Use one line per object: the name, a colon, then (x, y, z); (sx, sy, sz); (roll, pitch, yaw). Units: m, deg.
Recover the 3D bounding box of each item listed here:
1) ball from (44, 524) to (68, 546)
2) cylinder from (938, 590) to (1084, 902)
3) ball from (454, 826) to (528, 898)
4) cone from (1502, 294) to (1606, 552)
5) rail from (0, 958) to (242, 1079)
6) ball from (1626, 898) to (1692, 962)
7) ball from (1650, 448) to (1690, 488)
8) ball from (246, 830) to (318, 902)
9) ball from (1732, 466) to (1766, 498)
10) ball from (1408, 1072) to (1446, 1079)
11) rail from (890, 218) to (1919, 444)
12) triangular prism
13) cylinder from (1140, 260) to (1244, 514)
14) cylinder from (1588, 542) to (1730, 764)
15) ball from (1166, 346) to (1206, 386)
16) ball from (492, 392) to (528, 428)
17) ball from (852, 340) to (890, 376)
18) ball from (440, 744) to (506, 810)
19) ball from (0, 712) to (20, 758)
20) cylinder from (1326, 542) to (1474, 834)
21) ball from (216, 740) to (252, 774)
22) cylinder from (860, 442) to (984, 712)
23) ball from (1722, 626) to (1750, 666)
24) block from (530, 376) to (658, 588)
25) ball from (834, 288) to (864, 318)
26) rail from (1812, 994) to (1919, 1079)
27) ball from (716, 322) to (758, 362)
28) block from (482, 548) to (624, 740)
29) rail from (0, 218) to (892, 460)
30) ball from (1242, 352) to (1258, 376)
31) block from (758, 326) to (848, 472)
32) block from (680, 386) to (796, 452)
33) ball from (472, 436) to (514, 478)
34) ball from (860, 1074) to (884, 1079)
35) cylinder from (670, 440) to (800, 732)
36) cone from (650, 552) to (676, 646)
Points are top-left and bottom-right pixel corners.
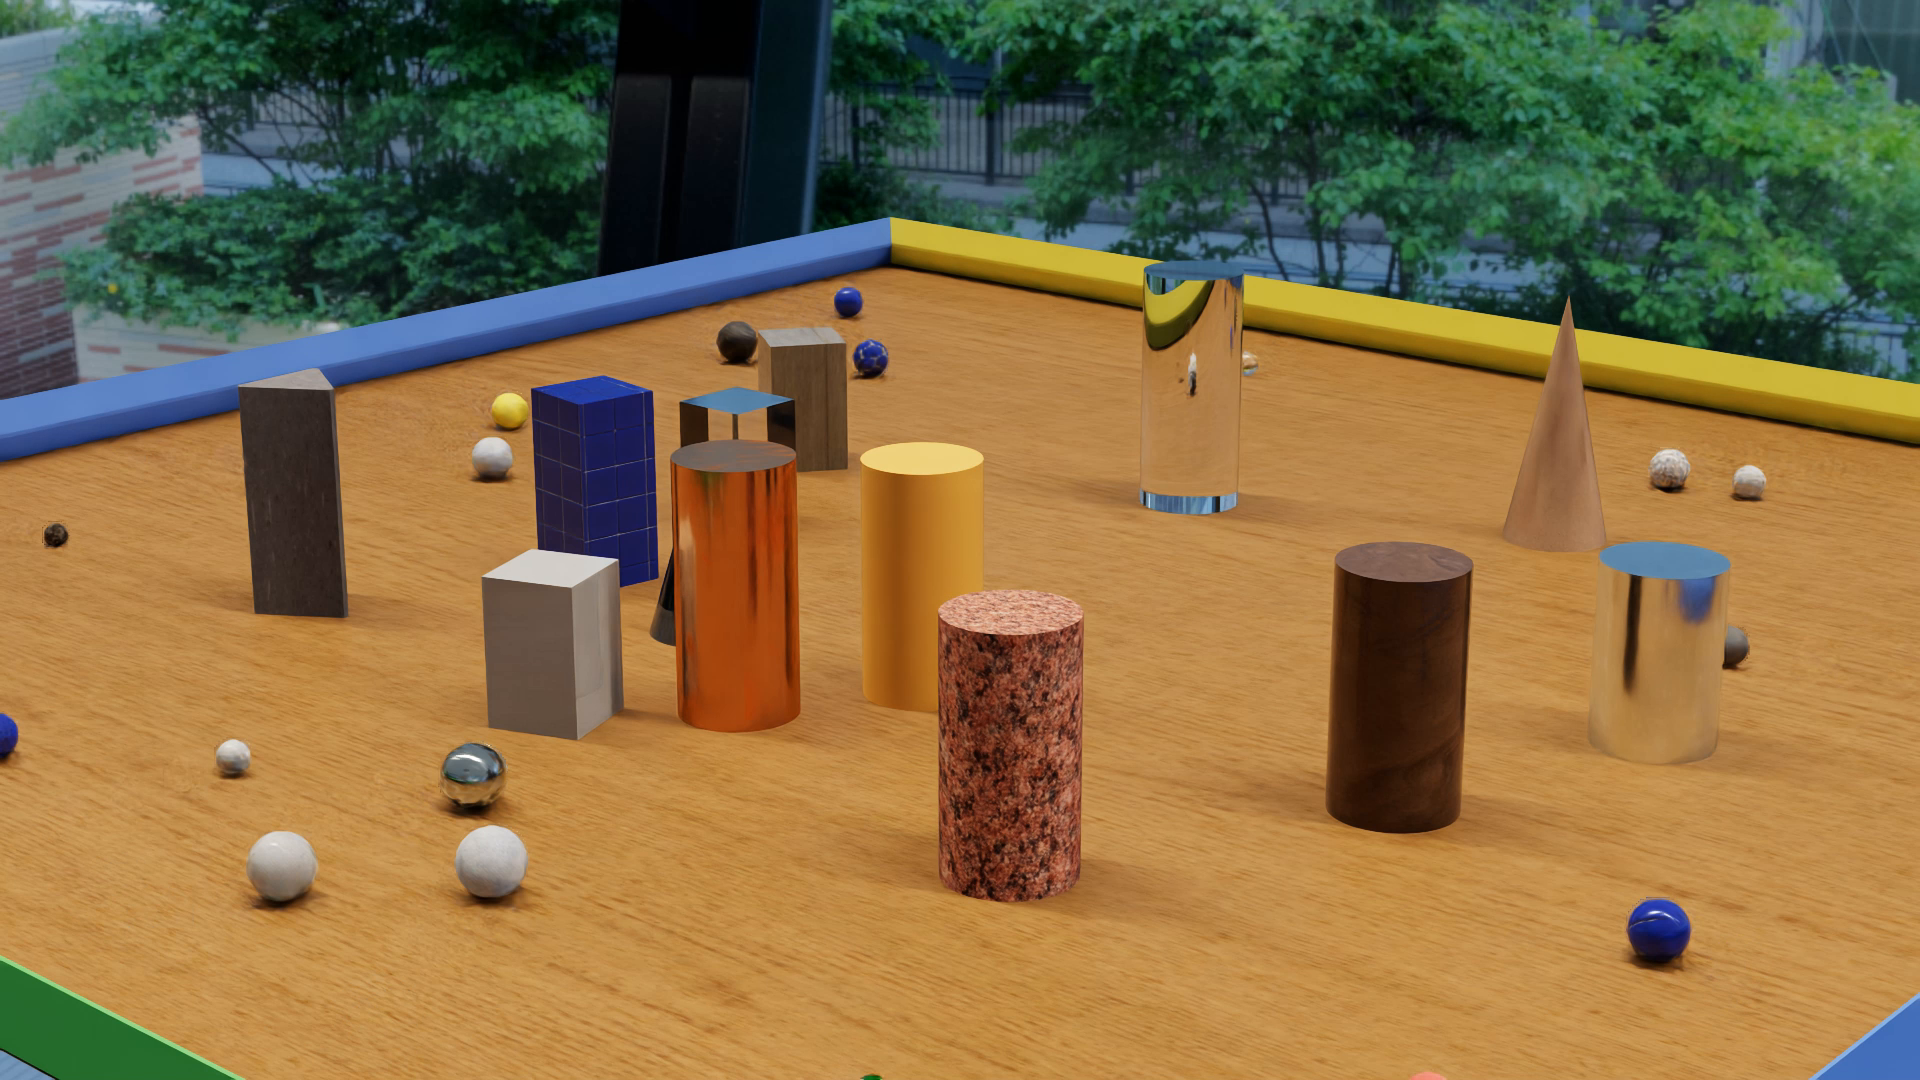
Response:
ball: (-1.665, -0.009, 5.398); (0.043, 0.043, 0.043); (0, 17, 0)
cylinder: (0.067, 0.272, 3.900); (0.191, 0.371, 0.191); (0, 17, 0)
ball: (-0.618, 0.425, 3.869); (0.096, 0.096, 0.096); (0, 17, 0)
cone: (1.106, -0.226, 5.391); (0.191, 0.461, 0.191); (0, 17, 0)
rail: (-1.342, 0.478, 3.641); (4.093, 0.124, 0.045); (14, 22, 39)
ball: (0.878, 0.490, 3.683); (0.079, 0.079, 0.079); (0, 17, 0)
ball: (1.397, -0.141, 5.773); (0.078, 0.078, 0.078); (0, 17, 0)
ball: (-0.893, 0.429, 3.860); (0.093, 0.093, 0.093); (0, 17, 0)
ball: (1.536, -0.113, 5.705); (0.064, 0.064, 0.064); (0, 17, 0)
ball: (0.521, 0.625, 3.262); (0.064, 0.064, 0.064); (0, 17, 0)
rail: (1.342, -0.416, 6.600); (4.093, 0.124, 0.045); (14, 22, 39)
triangular prism: (-1.117, -0.083, 5.025); (0.166, 0.400, 0.143); (3, 17, 8)
cylinder: (0.444, -0.294, 5.630); (0.191, 0.455, 0.191); (0, 17, 0)
cylinder: (1.045, 0.167, 4.390); (0.191, 0.288, 0.191); (0, 17, 0)
ball: (0.506, -0.390, 6.573); (0.092, 0.092, 0.092); (0, 17, 0)
ball: (-0.954, -0.274, 6.216); (0.076, 0.076, 0.076); (0, 17, 0)
ball: (-0.202, -0.414, 6.668); (0.083, 0.083, 0.083); (0, 17, 0)
ball: (-0.692, 0.336, 4.168); (0.094, 0.094, 0.094); (0, 17, 0)
ball: (-1.435, 0.291, 4.358); (0.070, 0.070, 0.070); (0, 17, 0)
cylinder: (0.616, 0.206, 4.125); (0.191, 0.368, 0.191); (0, 17, 0)
ball: (-1.066, 0.318, 4.300); (0.051, 0.051, 0.051); (0, 17, 0)
cylinder: (-0.059, 0.056, 4.596); (0.191, 0.382, 0.191); (0, 17, 0)
ball: (1.249, 0.172, 4.763); (0.064, 0.064, 0.064); (0, 17, 0)
block: (-0.643, -0.098, 5.174); (0.153, 0.343, 0.153); (-14, 22, -38)
ball: (-0.276, -0.590, 7.266); (0.074, 0.074, 0.074); (0, 17, 0)
rail: (1.528, 0.415, 3.851); (0.045, 0.124, 4.141); (14, 22, 39)
ball: (-0.517, -0.460, 6.800); (0.095, 0.095, 0.095); (0, 17, 0)
block: (-0.623, 0.159, 4.497); (0.153, 0.243, 0.153); (6, 18, 20)
rail: (-1.528, -0.352, 6.390); (0.045, 0.124, 4.141); (14, 22, 39)
ball: (0.652, -0.400, 6.672); (0.055, 0.055, 0.055); (0, 17, 0)
block: (-0.319, -0.284, 5.932); (0.153, 0.261, 0.153); (-4, 17, -13)
block: (-0.417, -0.149, 5.528); (0.153, 0.235, 0.153); (14, 22, 38)
ball: (-0.931, -0.164, 5.842); (0.083, 0.083, 0.083); (0, 17, 0)
ball: (-0.100, 0.623, 3.307); (0.041, 0.041, 0.041); (0, 17, 0)
cylinder: (-0.343, 0.069, 4.502); (0.191, 0.411, 0.191); (0, 17, 0)
cone: (-0.428, -0.001, 4.892); (0.191, 0.320, 0.191); (0, 17, 0)
